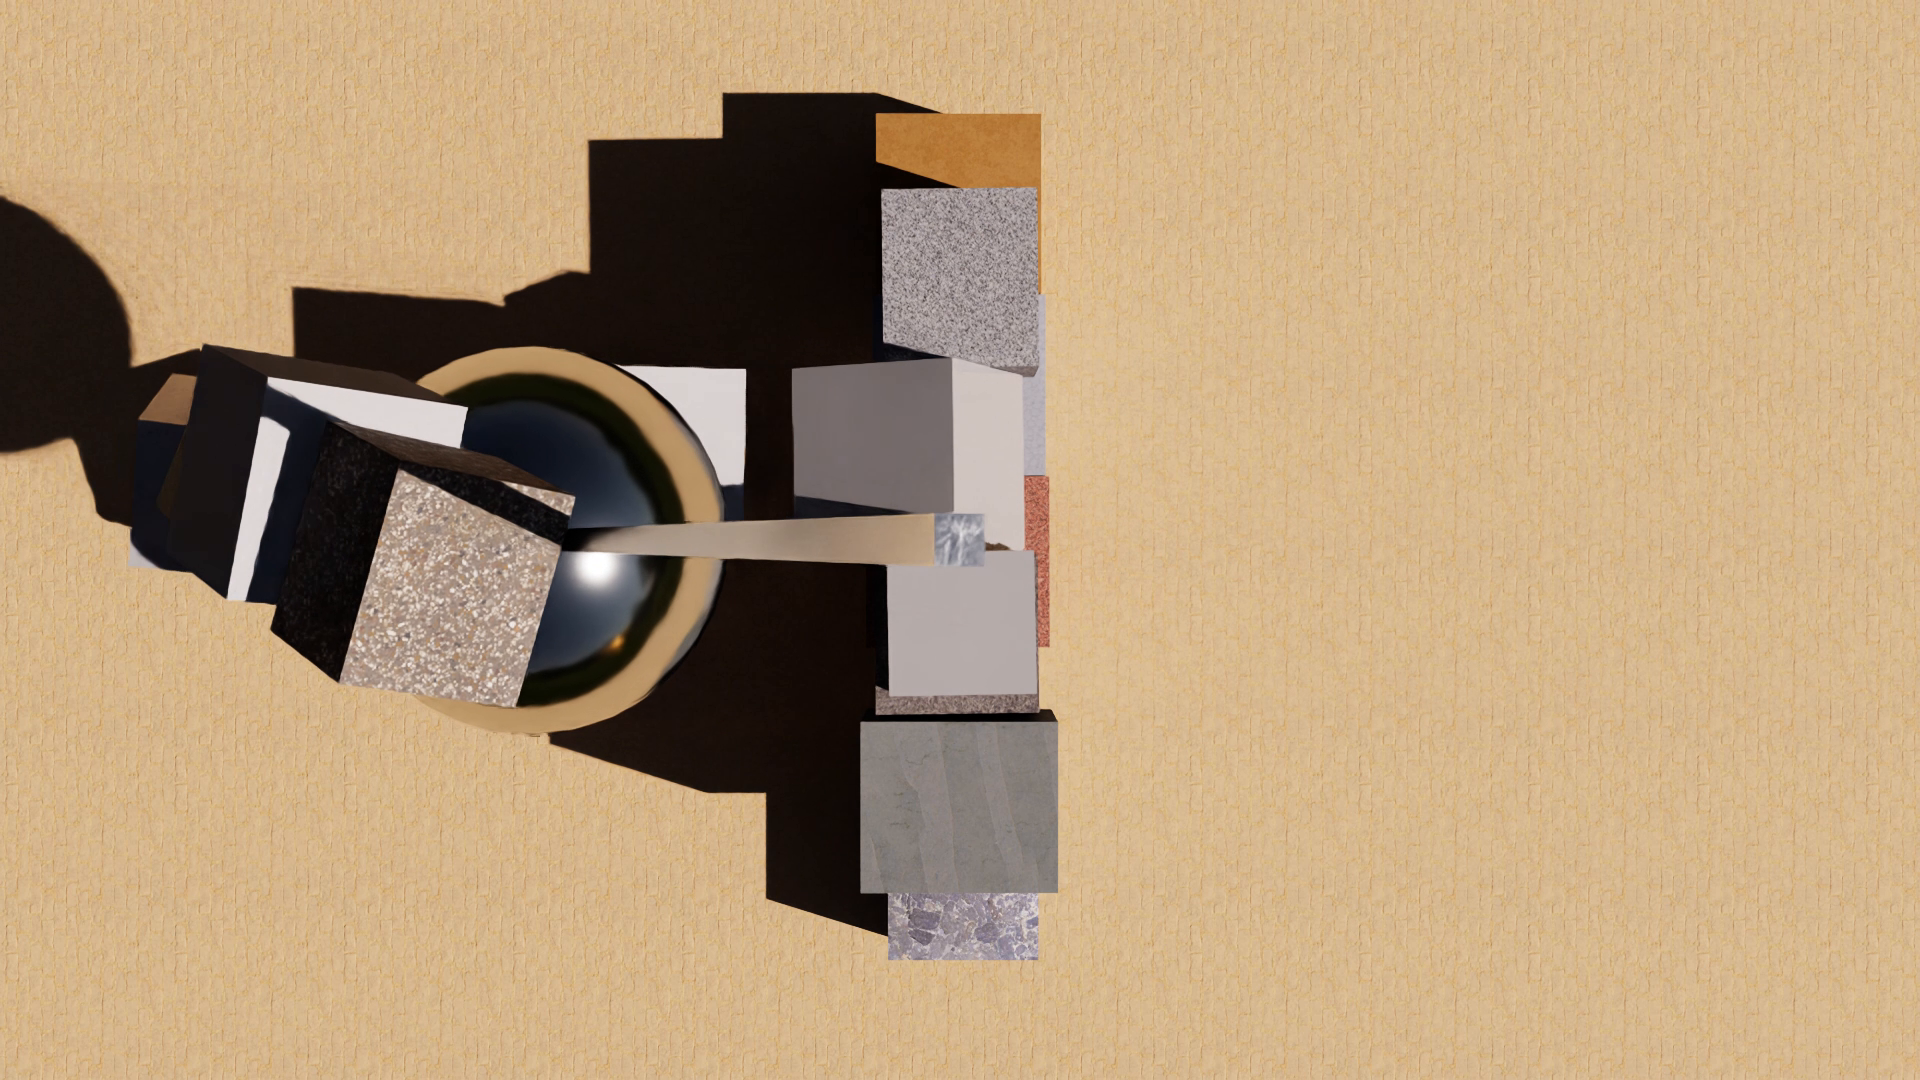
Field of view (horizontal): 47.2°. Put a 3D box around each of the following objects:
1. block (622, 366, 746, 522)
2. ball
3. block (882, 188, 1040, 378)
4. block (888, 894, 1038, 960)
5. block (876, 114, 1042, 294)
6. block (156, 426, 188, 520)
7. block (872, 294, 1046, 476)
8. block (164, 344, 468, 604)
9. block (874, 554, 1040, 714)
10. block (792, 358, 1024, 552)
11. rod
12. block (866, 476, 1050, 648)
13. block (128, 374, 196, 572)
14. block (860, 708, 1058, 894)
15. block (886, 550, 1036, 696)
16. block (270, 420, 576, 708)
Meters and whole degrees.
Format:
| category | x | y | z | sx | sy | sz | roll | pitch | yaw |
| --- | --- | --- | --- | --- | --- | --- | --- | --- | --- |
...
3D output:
| category | x | y | z | sx | sy | sz | roll | pitch | yaw |
| --- | --- | --- | --- | --- | --- | --- | --- | --- | --- |
| block | -1.686 | -0.458 | 11.803 | 0.935 | 0.900 | 0.924 | 1 | 93 | -14 |
| ball | -1.756 | 0.000 | 9.058 | 1.600 | 1.600 | 1.600 | 0 | 90 | 0 |
| block | 0.002 | -1.355 | 11.744 | 0.804 | 0.783 | 0.924 | -1 | 90 | 0 |
| block | 0.018 | 1.945 | 12.658 | 0.843 | 0.684 | 0.818 | 0 | 90 | 0 |
| block | -0.007 | -1.859 | 12.568 | 0.913 | 0.864 | 0.989 | 0 | 90 | 0 |
| block | -2.766 | -0.280 | 8.696 | 0.524 | 0.478 | 0.597 | 22 | 92 | -35 |
| block | -0.004 | -0.856 | 12.568 | 0.953 | 0.863 | 0.997 | 0 | 90 | 0 |
| block | -2.332 | -0.216 | 7.941 | 0.728 | 0.711 | 0.778 | 7 | 99 | -38 |
| block | -0.017 | 0.502 | 11.642 | 0.831 | 0.915 | 0.802 | -1 | 87 | 0 |
| block | -0.258 | -0.393 | 11.525 | 0.905 | 0.905 | 0.978 | -2 | 88 | 24 |
| rod | -0.761 | 0.000 | 5.807 | 0.080 | 5.200 | 0.080 | 0 | 90 | -17 |
| block | -0.012 | 0.121 | 12.561 | 1.011 | 0.878 | 0.943 | 0 | 90 | 0 |
| block | -3.483 | -0.301 | 10.503 | 0.729 | 0.791 | 0.712 | 7 | 108 | -11 |
| block | -0.003 | 1.367 | 11.666 | 1.010 | 0.859 | 0.875 | 0 | 90 | 0 |
| block | 0.008 | 0.412 | 10.812 | 0.700 | 0.752 | 0.680 | -1 | 87 | 0 |
| block | -1.841 | 0.082 | 7.517 | 0.652 | 0.618 | 0.757 | 13 | 96 | -40 |
